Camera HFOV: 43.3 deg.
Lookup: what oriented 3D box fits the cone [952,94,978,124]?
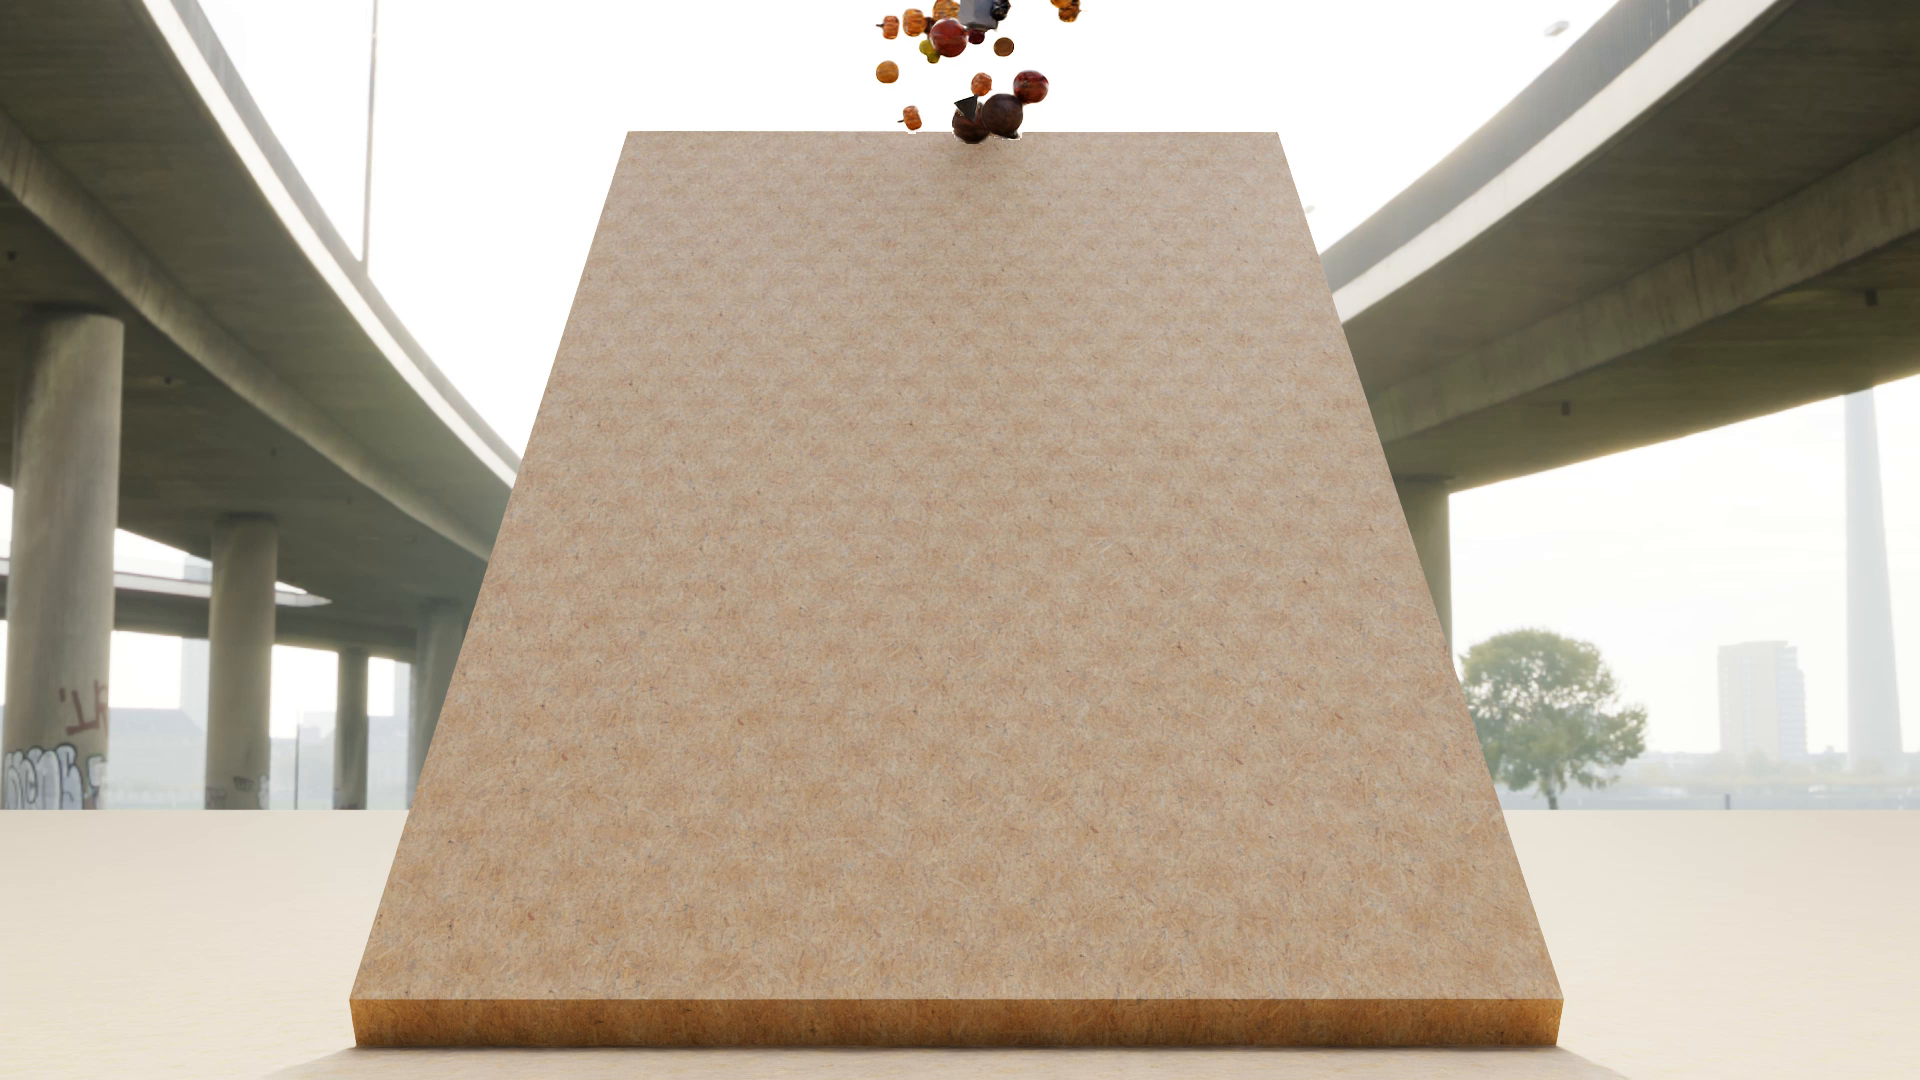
[{"bbox_3d":[0.029,-1.261,7.131,0.083,0.083,0.083,-17,7,2],"label":"cone"}]

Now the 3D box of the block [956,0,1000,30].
[{"bbox_3d":[0.058,-1.559,7.138,0.090,0.090,0.090,7,3,-33],"label":"block"}]

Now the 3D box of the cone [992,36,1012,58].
[{"bbox_3d":[0.140,-1.500,7.425,0.069,0.069,0.069,-3,-30,22],"label":"cone"}]

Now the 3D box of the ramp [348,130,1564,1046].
[{"bbox_3d":[-0.013,-0.208,5.734,2.000,0.100,4.000,0,30,0],"label":"ramp"}]
